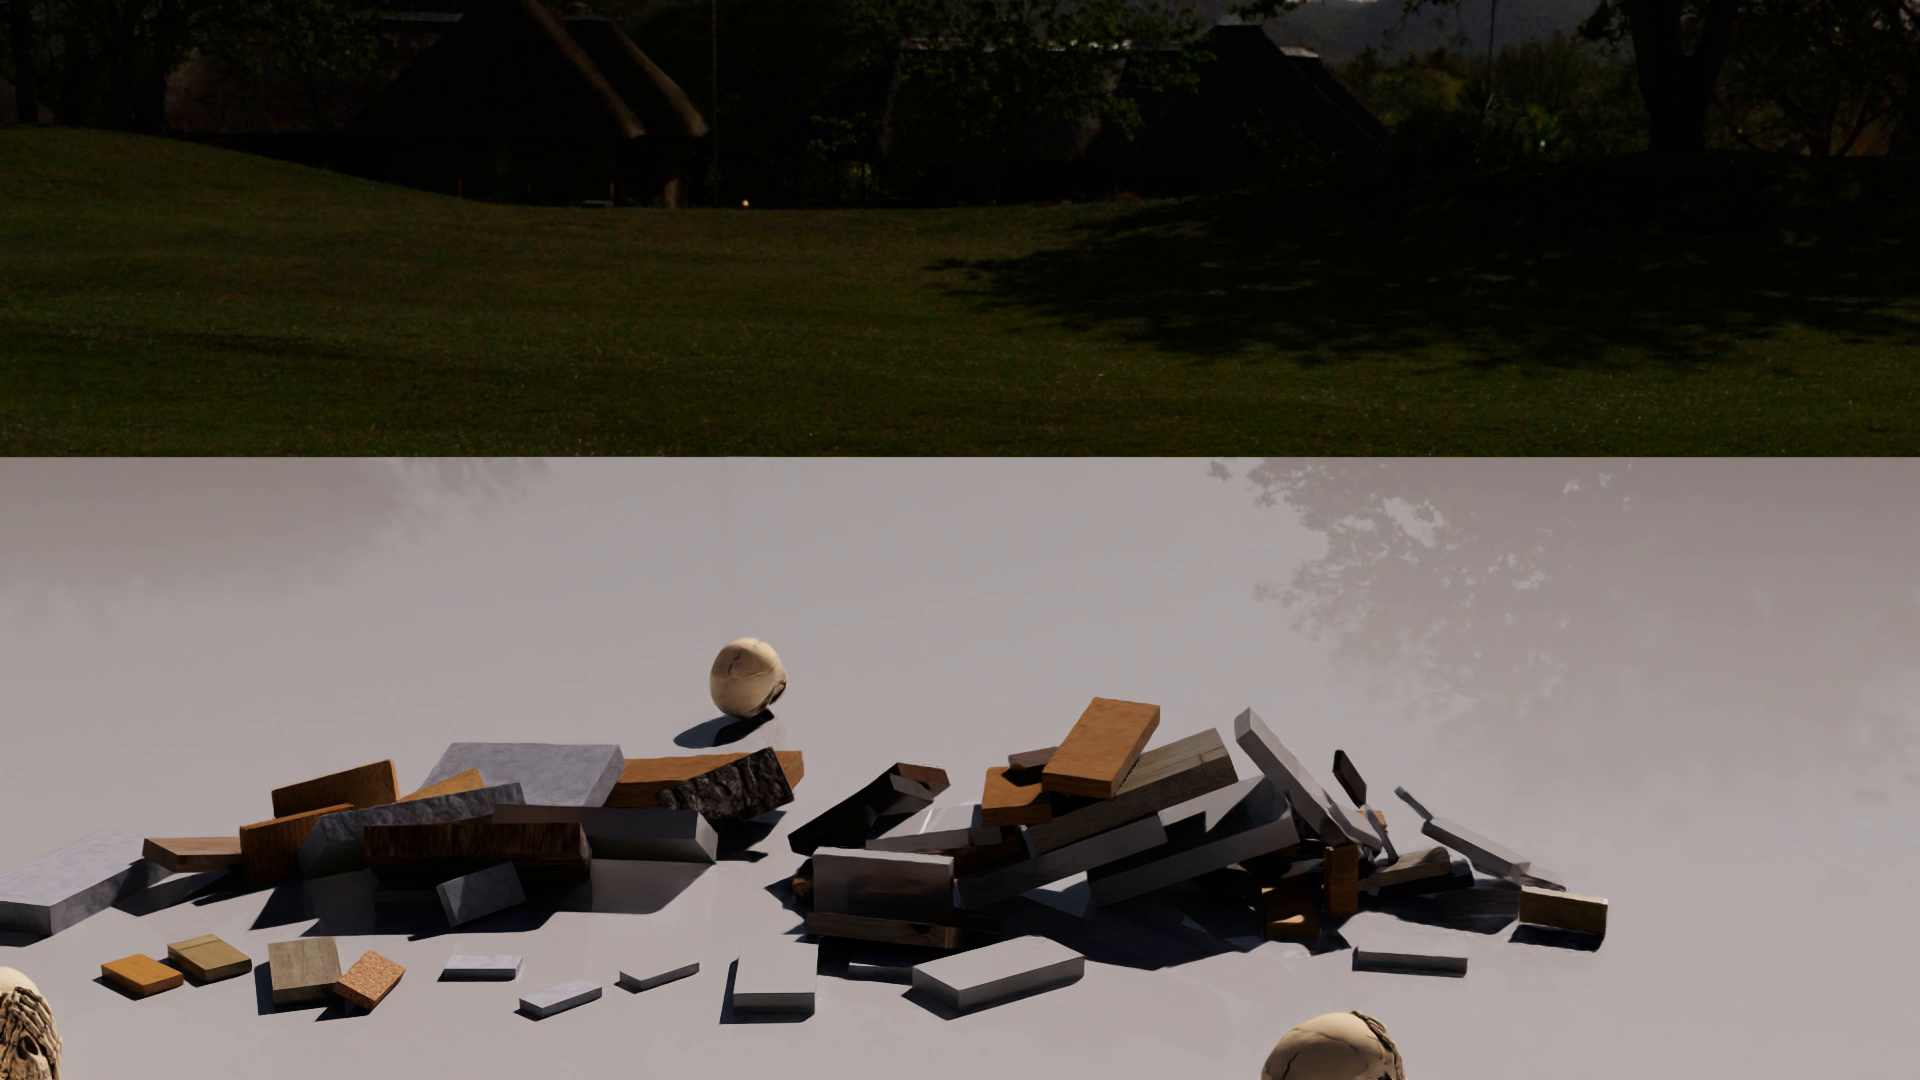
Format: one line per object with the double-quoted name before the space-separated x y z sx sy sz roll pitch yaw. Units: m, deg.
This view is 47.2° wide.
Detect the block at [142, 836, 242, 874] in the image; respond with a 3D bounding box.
"block" -1.263 0.534 3.739 0.107 0.030 0.214 14 4 39

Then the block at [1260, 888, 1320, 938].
"block" 0.530 0.600 3.550 0.081 0.023 0.163 1 11 3

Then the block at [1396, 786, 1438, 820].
"block" 0.794 0.465 3.791 0.096 0.014 0.048 42 4 -4

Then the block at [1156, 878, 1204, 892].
"block" 0.375 0.563 3.752 0.079 0.022 0.158 1 11 4

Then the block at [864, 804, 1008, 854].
"block" -0.035 0.479 3.644 0.226 0.032 0.113 -8 12 10

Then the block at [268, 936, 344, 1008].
"block" -0.981 0.645 3.294 0.099 0.028 0.197 -4 11 -19

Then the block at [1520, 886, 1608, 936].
"block" 0.960 0.588 3.495 0.134 0.058 0.016 6 27 21

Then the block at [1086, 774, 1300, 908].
"block" 0.380 0.494 3.648 0.347 0.049 0.174 -20 19 7

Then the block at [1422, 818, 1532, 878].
"block" 0.853 0.507 3.632 0.165 0.023 0.082 26 12 36

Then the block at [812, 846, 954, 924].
"block" -0.122 0.558 3.528 0.225 0.112 0.032 2 15 13

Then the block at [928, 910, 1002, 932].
"block" 0.008 0.597 3.438 0.062 0.017 0.123 -1 -15 33

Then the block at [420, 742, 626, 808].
"block" -0.810 0.448 4.035 0.352 0.050 0.176 -1 34 19

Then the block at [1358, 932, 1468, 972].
"block" 0.693 0.633 3.376 0.163 0.023 0.081 2 11 10

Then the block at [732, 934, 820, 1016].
"block" -0.272 0.646 3.278 0.117 0.033 0.234 0 11 -2

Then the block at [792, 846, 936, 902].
"block" -0.158 0.543 3.657 0.226 0.032 0.113 -14 11 11

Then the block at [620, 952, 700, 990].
"block" -0.452 0.649 3.309 0.108 0.015 0.054 -10 14 -43

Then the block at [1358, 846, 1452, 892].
"block" 0.732 0.548 3.660 0.165 0.023 0.082 -13 6 8

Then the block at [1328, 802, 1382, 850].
"block" 0.644 0.464 3.581 0.058 0.016 0.116 26 10 -11

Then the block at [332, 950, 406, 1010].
"block" -0.869 0.647 3.238 0.063 0.018 0.125 28 12 1

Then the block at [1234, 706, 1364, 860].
"block" 0.562 0.409 3.654 0.033 0.285 0.118 -40 6 14

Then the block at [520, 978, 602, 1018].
"block" -0.582 0.668 3.209 0.054 0.015 0.108 9 14 42

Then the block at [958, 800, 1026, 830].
"block" 0.136 0.519 3.987 0.329 0.024 0.085 7 13 33

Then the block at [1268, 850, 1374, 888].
"block" 0.603 0.555 3.675 0.165 0.023 0.082 -13 5 21

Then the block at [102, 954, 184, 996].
"block" -1.225 0.651 3.293 0.125 0.018 0.063 9 14 40

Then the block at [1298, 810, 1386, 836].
"block" 0.690 0.516 4.007 0.163 0.023 0.081 1 11 3

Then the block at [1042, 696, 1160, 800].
"block" 0.239 0.345 3.684 0.117 0.033 0.297 6 22 19

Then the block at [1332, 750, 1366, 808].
"block" 0.665 0.408 3.753 0.014 0.096 0.048 -18 35 30

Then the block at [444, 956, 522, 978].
"block" -0.721 0.646 3.327 0.108 0.015 0.054 0 11 0

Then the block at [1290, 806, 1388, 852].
"block" 0.626 0.499 3.903 0.236 0.033 0.118 16 6 27

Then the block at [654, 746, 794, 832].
"block" -0.423 0.461 3.941 0.229 0.032 0.114 -22 44 -10

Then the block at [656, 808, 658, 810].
"block" -0.533 0.504 4.048 0.258 0.017 0.062 -1 7 5

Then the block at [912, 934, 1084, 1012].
"block" 0.058 0.644 3.285 0.234 0.033 0.117 -8 13 -35

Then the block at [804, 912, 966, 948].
"block" -0.114 0.604 3.405 0.225 0.032 0.113 3 -9 17

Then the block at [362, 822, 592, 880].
"block" -0.800 0.521 3.662 0.350 0.050 0.175 -1 -23 -3

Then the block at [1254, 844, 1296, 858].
"block" 0.514 0.523 3.814 0.104 0.029 0.208 -4 -1 0

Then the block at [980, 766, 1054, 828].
"block" 0.098 0.422 3.650 0.113 0.032 0.225 -5 11 4

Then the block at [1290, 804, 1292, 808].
"block" 0.495 0.480 3.822 0.243 0.022 0.079 -31 -1 39

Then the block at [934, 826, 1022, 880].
"block" -0.007 0.529 3.658 0.226 0.032 0.113 -23 9 4

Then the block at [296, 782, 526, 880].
"block" -0.939 0.498 3.770 0.350 0.050 0.175 -7 -24 -33

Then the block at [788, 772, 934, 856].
"block" -0.169 0.474 3.743 0.229 0.032 0.114 -34 -33 23

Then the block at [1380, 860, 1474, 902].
"block" 0.774 0.565 3.656 0.149 0.021 0.075 -11 9 8

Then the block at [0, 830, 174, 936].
"block" -1.468 0.566 3.660 0.176 0.050 0.352 3 11 17

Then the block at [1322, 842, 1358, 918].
"block" 0.617 0.550 3.563 0.058 0.116 0.016 -8 14 -31

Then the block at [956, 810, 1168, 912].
"block" 0.168 0.508 3.647 0.347 0.049 0.174 -20 9 5

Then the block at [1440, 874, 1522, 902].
"block" 0.876 0.580 3.664 0.149 0.021 0.075 0 11 1

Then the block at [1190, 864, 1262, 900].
"block" 0.431 0.558 3.656 0.079 0.022 0.158 -4 11 -18

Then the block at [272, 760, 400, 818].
"block" -1.103 0.470 3.896 0.214 0.107 0.030 -15 -24 -4

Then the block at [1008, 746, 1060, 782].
"block" 0.177 0.371 3.723 0.170 0.024 0.085 -9 11 -17

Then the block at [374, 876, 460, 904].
"block" -0.897 0.581 3.660 0.142 0.020 0.071 -1 11 -3

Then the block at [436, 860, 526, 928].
"block" -0.775 0.573 3.563 0.020 0.071 0.142 -29 -10 38

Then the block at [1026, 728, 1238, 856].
"block" 0.278 0.414 3.640 0.347 0.049 0.174 -21 9 3

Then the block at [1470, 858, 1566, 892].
"block" 0.926 0.552 3.656 0.149 0.021 0.075 18 10 2

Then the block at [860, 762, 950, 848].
"block" -0.135 0.462 3.806 0.114 0.032 0.229 14 -43 -43

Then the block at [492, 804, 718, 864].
"block" -0.606 0.504 3.767 0.350 0.050 0.175 1 -21 6

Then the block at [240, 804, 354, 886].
"block" -1.131 0.521 3.768 0.197 0.099 0.028 -10 11 -42

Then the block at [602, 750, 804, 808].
"block" -0.546 0.452 4.111 0.477 0.050 0.176 -4 9 10

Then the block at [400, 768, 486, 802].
"block" -0.956 0.483 3.945 0.214 0.030 0.107 -22 25 -14

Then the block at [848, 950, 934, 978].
"block" -0.103 0.644 3.333 0.123 0.017 0.062 1 11 6

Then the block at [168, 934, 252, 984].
"block" -1.146 0.638 3.357 0.071 0.020 0.142 -9 14 -41

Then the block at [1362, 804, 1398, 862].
"block" 0.704 0.490 3.686 0.014 0.096 0.048 -29 2 5
